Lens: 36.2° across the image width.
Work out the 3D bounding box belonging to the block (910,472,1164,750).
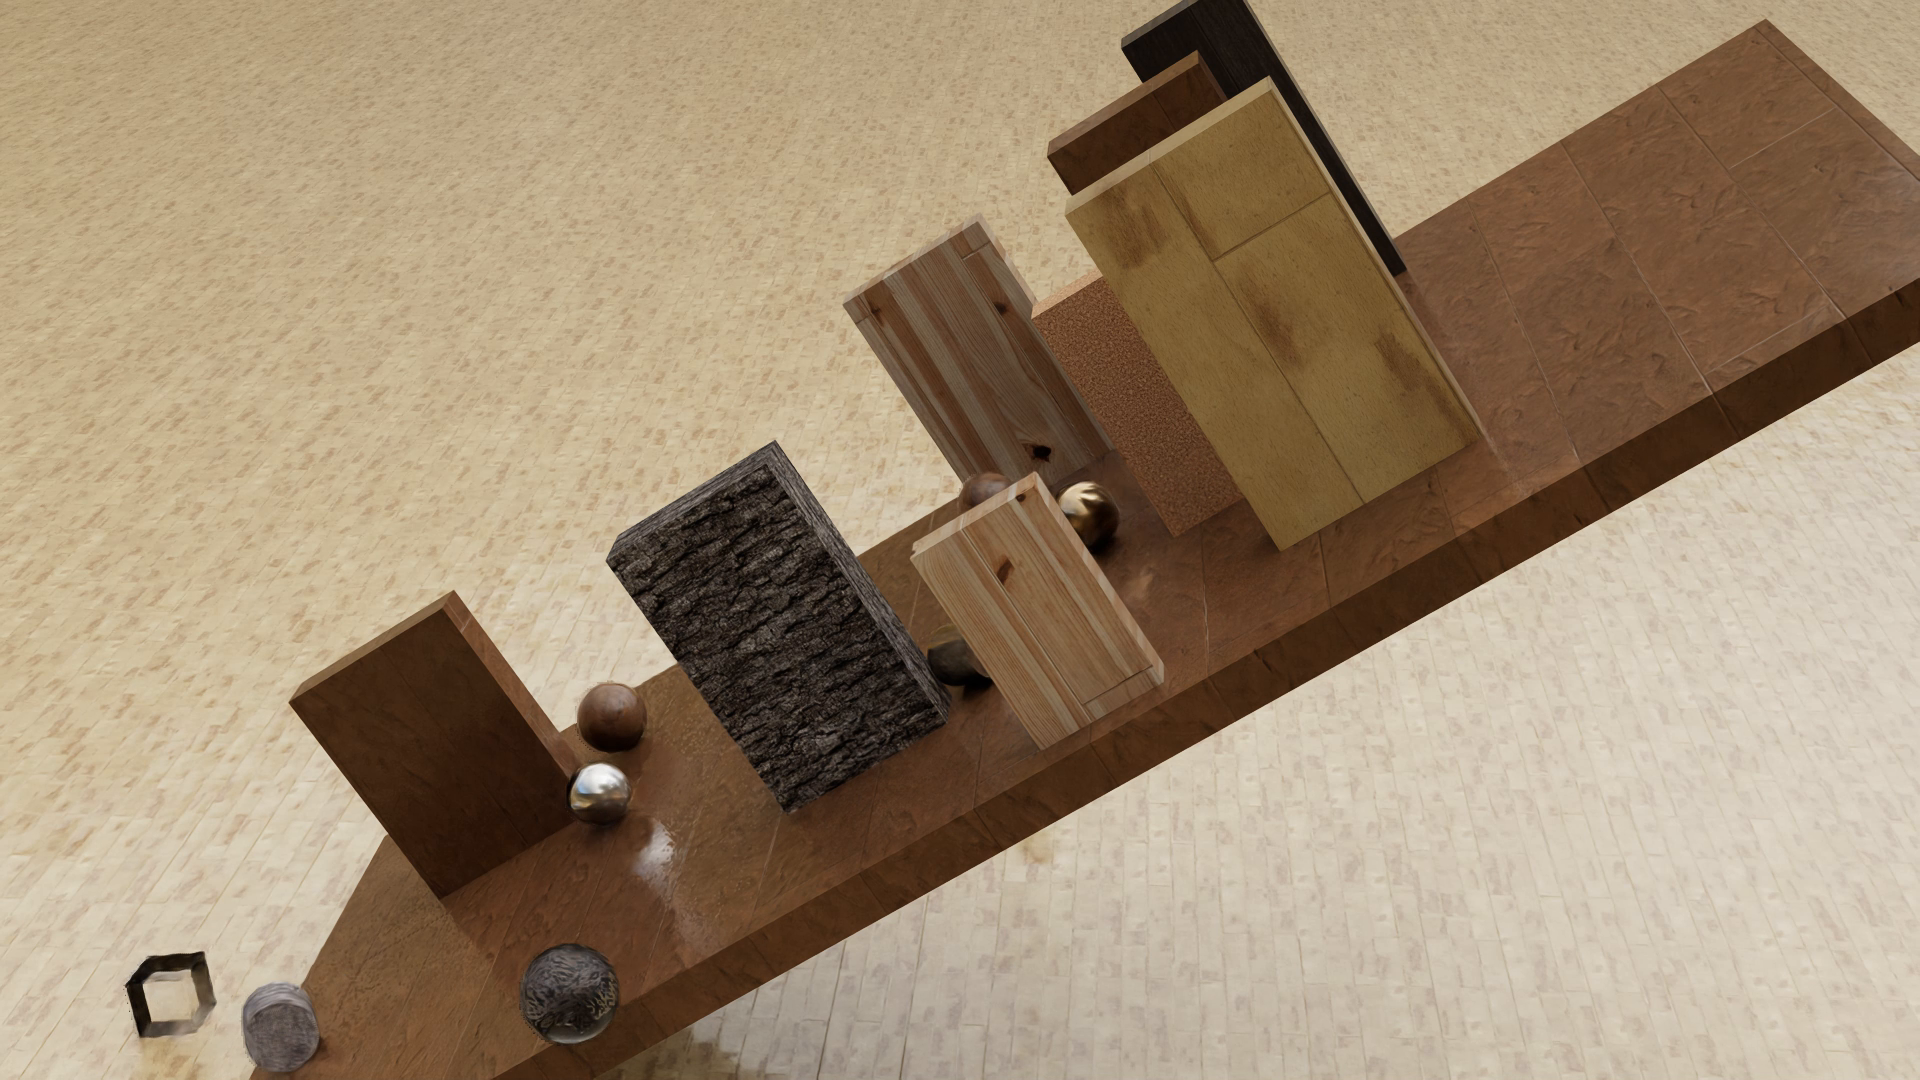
[{"bbox_3d":[0.143,0.132,5.356,0.264,0.441,0.086,-30,15,14],"label":"block"}]

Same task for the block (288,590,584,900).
[{"bbox_3d":[-1.186,0.477,6.795,0.443,0.588,0.117,-30,15,14],"label":"block"}]

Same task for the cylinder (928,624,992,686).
[{"bbox_3d":[0.023,0.224,5.930,0.127,0.127,0.127,-17,1,-39],"label":"cylinder"}]

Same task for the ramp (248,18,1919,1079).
[{"bbox_3d":[0.140,0.170,6.294,4.000,0.100,2.000,-30,15,14],"label":"ramp"}]

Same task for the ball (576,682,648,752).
[{"bbox_3d":[-0.832,0.424,7.028,0.169,0.169,0.169,0,20,0],"label":"ball"}]

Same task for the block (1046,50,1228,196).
[{"bbox_3d":[0.541,-0.599,6.173,0.364,0.759,0.146,-30,15,14],"label":"block"}]

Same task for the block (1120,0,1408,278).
[{"bbox_3d":[0.692,-0.877,6.686,0.285,0.775,0.125,-30,15,14],"label":"block"}]

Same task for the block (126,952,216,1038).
[{"bbox_3d":[-1.848,1.066,6.896,0.140,0.140,0.140,-6,19,9],"label":"block"}]

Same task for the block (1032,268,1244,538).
[{"bbox_3d":[0.421,-0.315,5.957,0.306,0.545,0.100,-30,15,14],"label":"block"}]

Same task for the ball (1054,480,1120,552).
[{"bbox_3d":[0.262,-0.051,6.236,0.150,0.150,0.150,0,20,0],"label":"ball"}]

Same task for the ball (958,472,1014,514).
[{"bbox_3d":[0.068,-0.082,6.749,0.147,0.147,0.147,0,20,0],"label":"ball"}]

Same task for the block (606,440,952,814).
[{"bbox_3d":[-0.356,0.178,5.871,0.384,0.642,0.150,-30,15,14],"label":"block"}]

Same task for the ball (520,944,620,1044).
[{"bbox_3d":[-0.728,0.847,5.493,0.185,0.185,0.185,0,20,0],"label":"ball"}]

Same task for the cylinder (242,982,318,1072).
[{"bbox_3d":[-1.487,1.063,6.432,0.156,0.156,0.156,-6,10,-15],"label":"cylinder"}]

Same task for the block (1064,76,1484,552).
[{"bbox_3d":[0.587,-0.415,5.483,0.439,0.768,0.127,-30,15,14],"label":"block"}]

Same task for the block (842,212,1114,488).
[{"bbox_3d":[0.057,-0.397,6.829,0.372,0.623,0.089,-30,15,14],"label":"block"}]

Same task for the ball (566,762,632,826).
[{"bbox_3d":[-0.809,0.568,6.579,0.145,0.145,0.145,0,20,0],"label":"ball"}]
